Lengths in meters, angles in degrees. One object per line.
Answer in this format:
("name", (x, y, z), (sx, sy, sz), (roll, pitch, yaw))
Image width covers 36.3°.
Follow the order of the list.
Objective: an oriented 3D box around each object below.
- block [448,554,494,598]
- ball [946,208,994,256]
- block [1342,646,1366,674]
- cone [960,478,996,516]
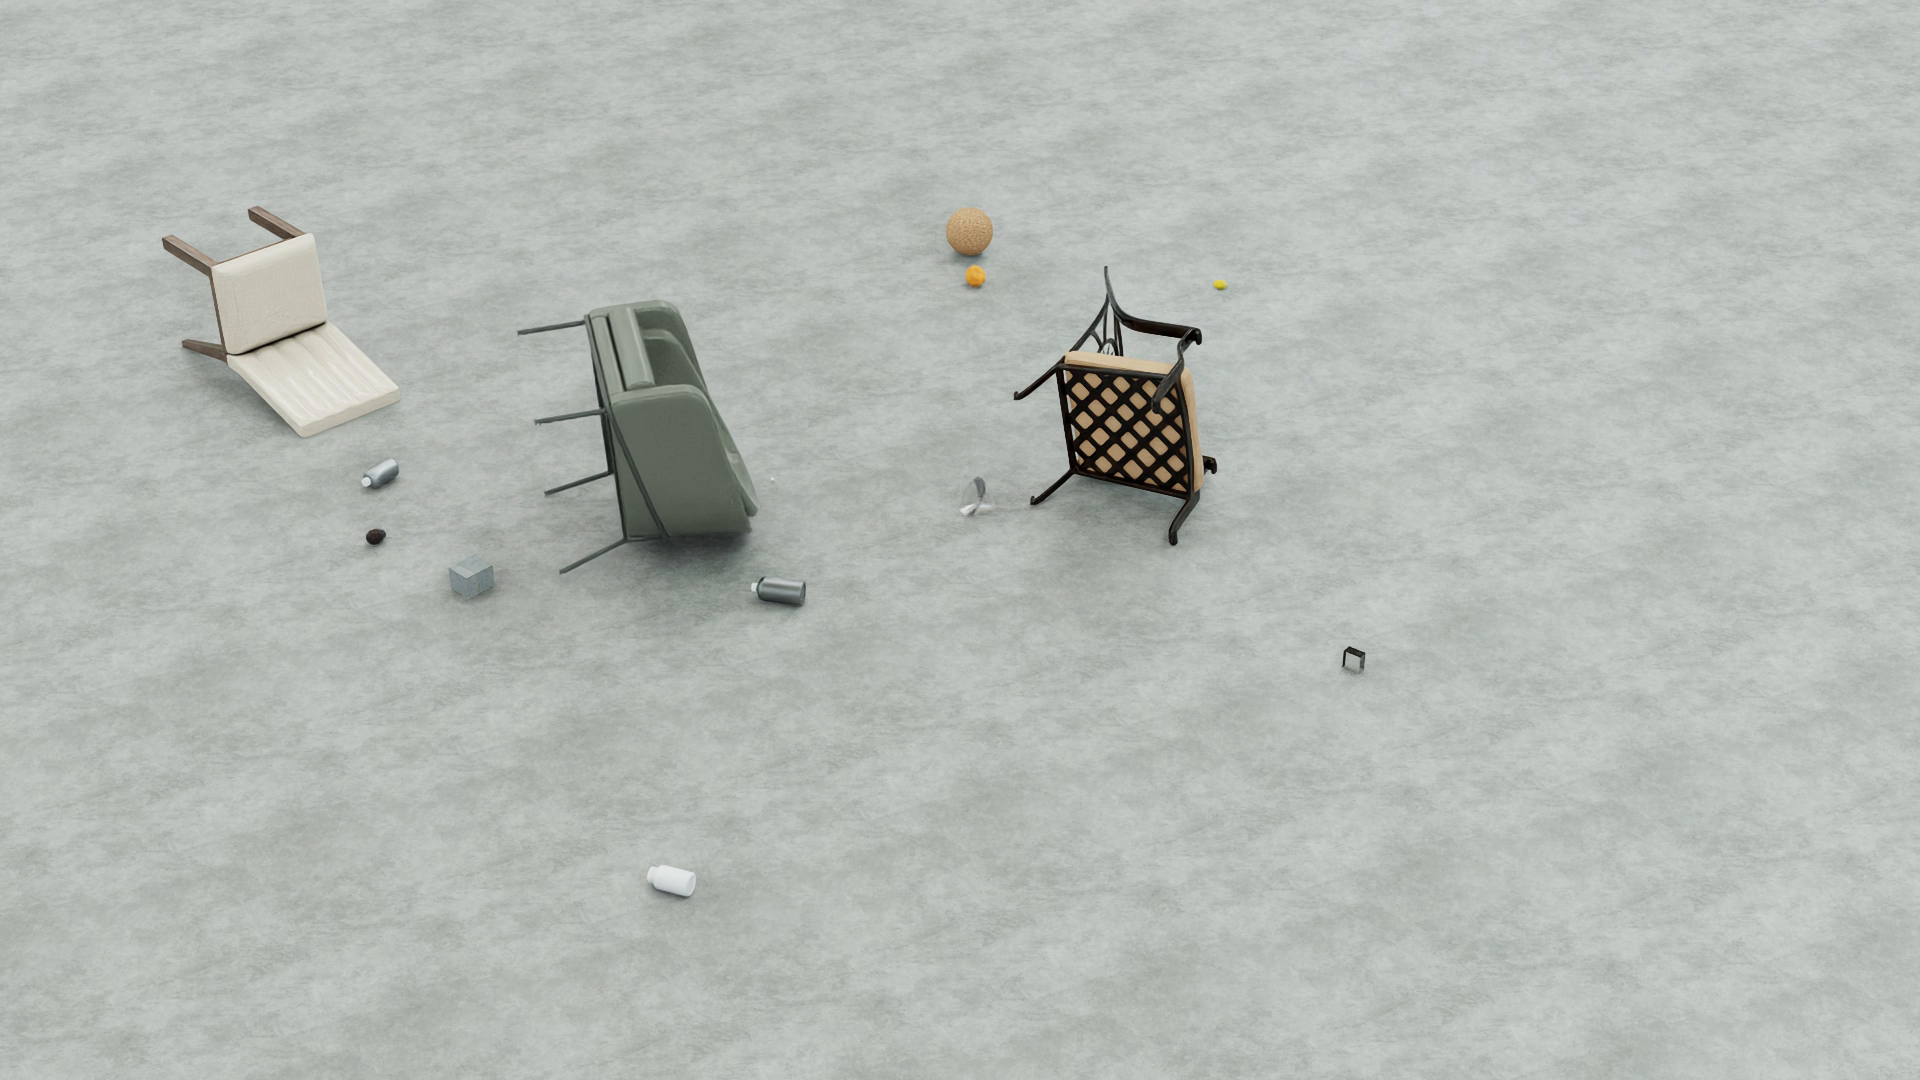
("block", (-1.775, 0.132, 10.663), (0.102, 0.089, 0.121), (27, 42, 35))
("ball", (0.041, -1.348, 12.801), (0.209, 0.209, 0.209), (0, 33, 0))
("block", (1.376, 0.420, 10.242), (0.067, 0.071, 0.037), (23, 40, 30))
("cone", (0.094, -0.144, 11.104), (0.115, 0.155, 0.154), (23, -17, -29))
